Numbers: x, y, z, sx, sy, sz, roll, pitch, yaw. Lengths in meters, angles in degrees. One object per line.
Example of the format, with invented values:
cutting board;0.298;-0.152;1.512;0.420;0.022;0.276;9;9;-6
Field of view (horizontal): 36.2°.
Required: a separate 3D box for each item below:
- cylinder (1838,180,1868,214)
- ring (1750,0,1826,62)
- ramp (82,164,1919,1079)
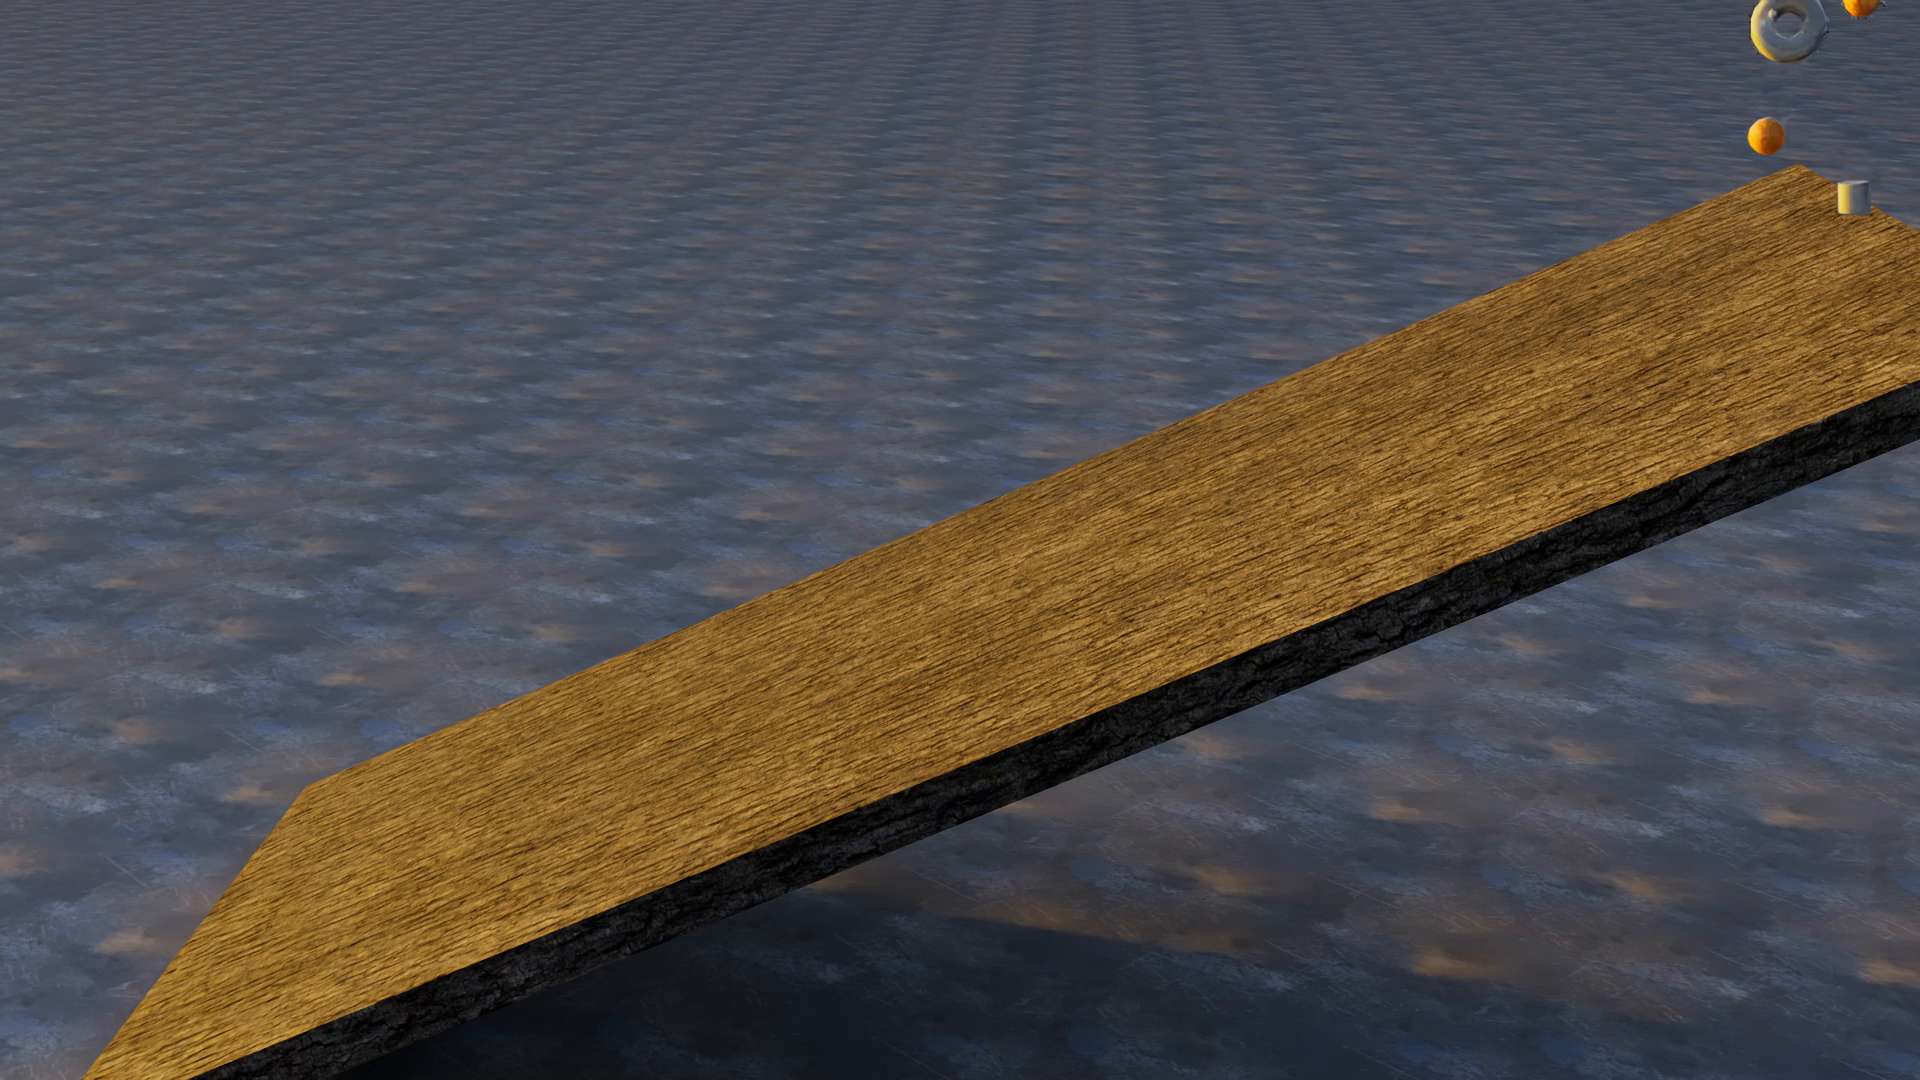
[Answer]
cylinder;1.821;-0.699;5.995;0.060;0.060;0.060;-5;13;1
ring;1.652;-1.026;5.868;0.148;0.148;0.049;3;6;10
ramp;0.131;0.170;6.285;4.000;0.100;2.000;-23;13;8
